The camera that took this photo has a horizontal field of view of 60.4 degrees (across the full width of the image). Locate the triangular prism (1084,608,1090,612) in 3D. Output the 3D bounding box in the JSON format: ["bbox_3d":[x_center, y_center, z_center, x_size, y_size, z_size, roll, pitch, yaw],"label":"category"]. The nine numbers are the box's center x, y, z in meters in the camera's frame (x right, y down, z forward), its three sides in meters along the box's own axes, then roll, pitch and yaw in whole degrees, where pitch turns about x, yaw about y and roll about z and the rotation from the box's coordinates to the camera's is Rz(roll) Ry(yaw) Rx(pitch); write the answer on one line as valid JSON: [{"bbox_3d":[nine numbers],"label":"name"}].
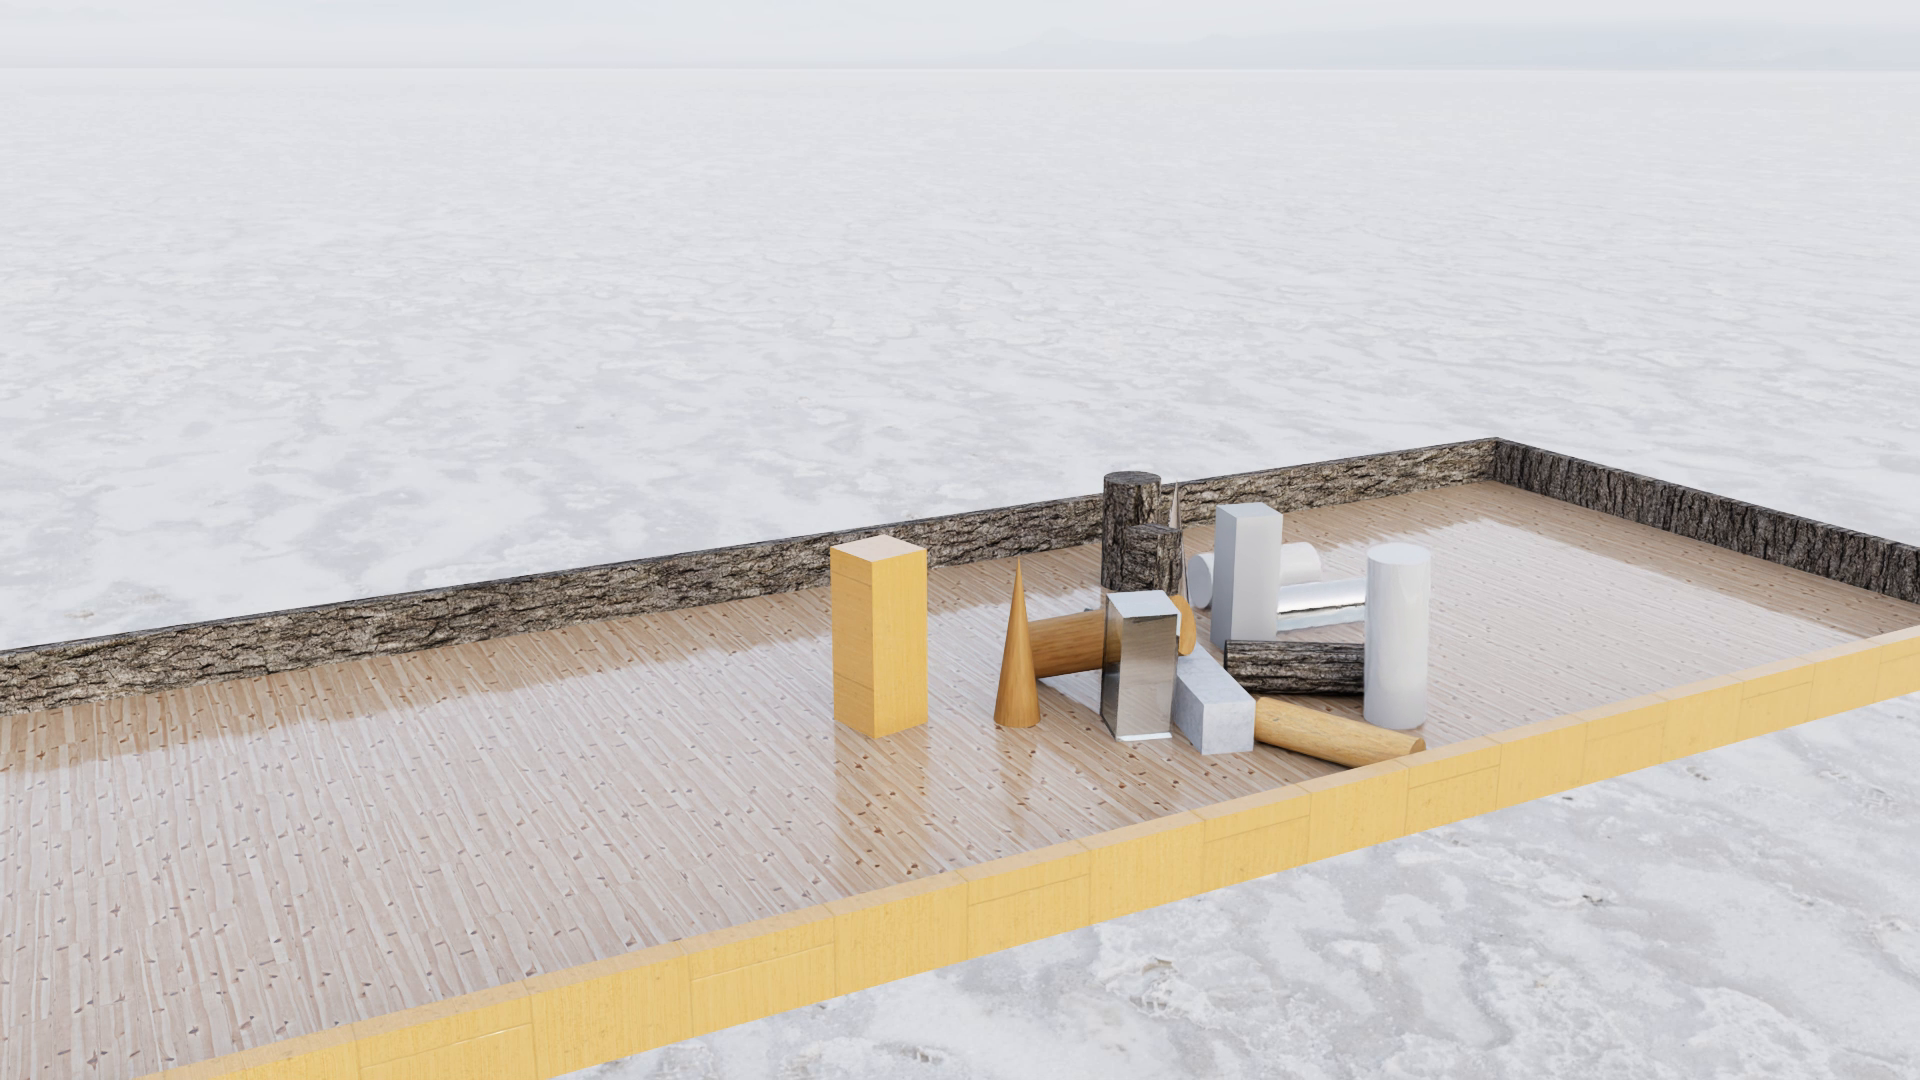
[{"bbox_3d":[0.447,0.255,4.332,0.096,0.083,0.320,-14,22,-41],"label":"triangular prism"}]

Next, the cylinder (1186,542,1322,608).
[{"bbox_3d":[0.843,0.101,4.740,0.357,0.153,0.153,-6,17,-20],"label":"cylinder"}]

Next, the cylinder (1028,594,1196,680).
[{"bbox_3d":[0.342,0.241,4.026,0.450,0.145,0.145,-12,7,34],"label":"cylinder"}]

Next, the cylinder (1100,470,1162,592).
[{"bbox_3d":[0.504,-0.026,4.865,0.169,0.326,0.169,0,16,0],"label":"cylinder"}]

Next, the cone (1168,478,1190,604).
[{"bbox_3d":[0.591,0.024,4.548,0.107,0.409,0.107,0,16,0],"label":"cone"}]

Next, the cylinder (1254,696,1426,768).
[{"bbox_3d":[0.836,0.443,3.667,0.378,0.102,0.102,13,21,38],"label":"cylinder"}]

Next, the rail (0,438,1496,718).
[{"bbox_3d":[-3.305,0.497,3.399,12.000,0.150,0.050,-9,18,-27],"label":"rail"}]

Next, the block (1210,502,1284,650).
[{"bbox_3d":[0.752,0.102,4.339,0.129,0.376,0.129,-4,17,-15],"label":"block"}]

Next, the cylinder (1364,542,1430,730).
[{"bbox_3d":[1.017,0.224,3.843,0.143,0.411,0.143,-3,19,1],"label":"cylinder"}]

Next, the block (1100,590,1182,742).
[{"bbox_3d":[0.413,0.289,3.797,0.135,0.312,0.135,-3,22,-11],"label":"block"}]

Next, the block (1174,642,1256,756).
[{"bbox_3d":[0.560,0.361,3.910,0.121,0.121,0.441,-3,17,-11],"label":"block"}]

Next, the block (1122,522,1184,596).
[{"bbox_3d":[0.508,0.119,4.397,0.105,0.305,0.105,-10,19,-43],"label":"block"}]

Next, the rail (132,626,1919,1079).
[{"bbox_3d":[-2.336,1.006,1.665,12.000,0.150,0.050,-9,18,-27],"label":"rail"}]

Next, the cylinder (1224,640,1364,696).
[{"bbox_3d":[0.878,0.316,4.051,0.448,0.129,0.129,1,16,5],"label":"cylinder"}]

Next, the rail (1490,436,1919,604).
[{"bbox_3d":[2.466,-0.048,5.253,0.050,0.150,2.100,-9,18,-27],"label":"rail"}]

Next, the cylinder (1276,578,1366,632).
[{"bbox_3d":[0.984,0.177,4.539,0.374,0.120,0.120,-5,17,-18],"label":"cylinder"}]

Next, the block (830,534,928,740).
[{"bbox_3d":[-0.187,0.222,3.842,0.158,0.426,0.158,-13,21,-38],"label":"block"}]

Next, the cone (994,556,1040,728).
[{"bbox_3d":[0.136,0.230,3.857,0.113,0.404,0.113,0,16,0],"label":"cone"}]
